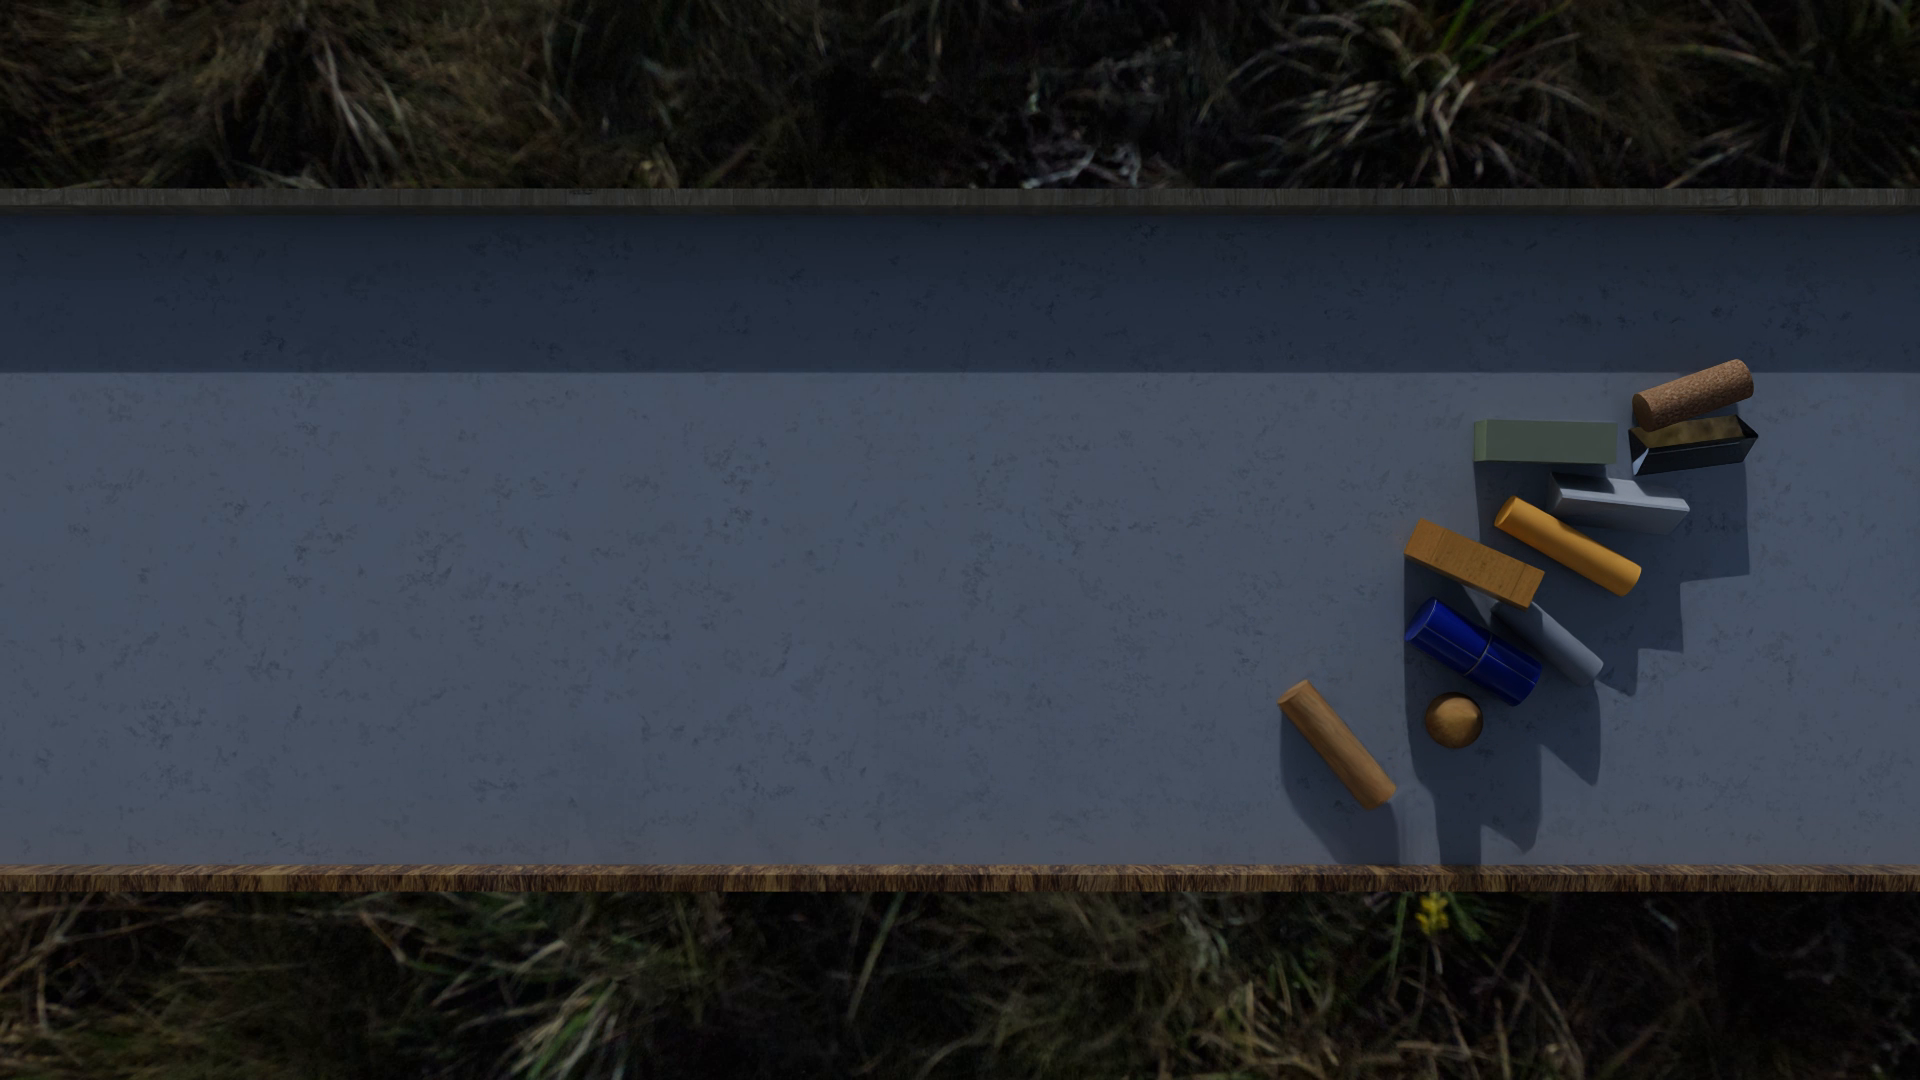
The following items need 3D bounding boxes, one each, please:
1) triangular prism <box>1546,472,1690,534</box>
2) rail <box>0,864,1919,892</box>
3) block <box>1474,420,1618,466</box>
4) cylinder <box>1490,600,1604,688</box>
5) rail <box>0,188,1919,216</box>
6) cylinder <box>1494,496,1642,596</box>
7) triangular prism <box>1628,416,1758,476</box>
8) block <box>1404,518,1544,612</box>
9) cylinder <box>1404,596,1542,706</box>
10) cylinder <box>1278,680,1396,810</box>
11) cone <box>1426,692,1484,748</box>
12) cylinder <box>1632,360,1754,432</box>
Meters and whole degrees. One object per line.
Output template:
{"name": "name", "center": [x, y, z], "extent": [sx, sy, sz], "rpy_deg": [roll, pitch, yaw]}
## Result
{"name": "triangular prism", "center": [1.997, -0.111, 5.007], "extent": [0.383, 0.131, 0.152], "rpy_deg": [6, 90, 0]}
{"name": "rail", "center": [-2.247, 1.025, 5.001], "extent": [12.000, 0.150, 0.050], "rpy_deg": [0, 90, 0]}
{"name": "block", "center": [1.777, -0.296, 5.015], "extent": [0.392, 0.122, 0.122], "rpy_deg": [2, 90, 0]}
{"name": "cylinder", "center": [1.786, 0.293, 5.023], "extent": [0.352, 0.107, 0.107], "rpy_deg": [41, 90, 0]}
{"name": "rail", "center": [-2.247, -1.025, 5.002], "extent": [12.000, 0.150, 0.050], "rpy_deg": [0, 90, 0]}
{"name": "cylinder", "center": [1.849, 0.018, 5.021], "extent": [0.436, 0.111, 0.111], "rpy_deg": [29, 90, 0]}
{"name": "triangular prism", "center": [2.230, -0.292, 5.010], "extent": [0.332, 0.126, 0.145], "rpy_deg": [-7, 90, 0]}
{"name": "block", "center": [1.542, 0.075, 4.957], "extent": [0.389, 0.118, 0.118], "rpy_deg": [26, 89, 19]}
{"name": "cylinder", "center": [1.553, 0.338, 4.997], "extent": [0.376, 0.159, 0.159], "rpy_deg": [32, 90, 0]}
{"name": "cylinder", "center": [1.148, 0.623, 5.018], "extent": [0.117, 0.117, 0.421], "rpy_deg": [-40, 90, 0]}
{"name": "cone", "center": [1.486, 0.526, 4.852], "extent": [0.173, 0.424, 0.173], "rpy_deg": [-1, 82, 8]}
{"name": "cylinder", "center": [2.226, -0.438, 5.014], "extent": [0.318, 0.126, 0.126], "rpy_deg": [-19, 90, 0]}
